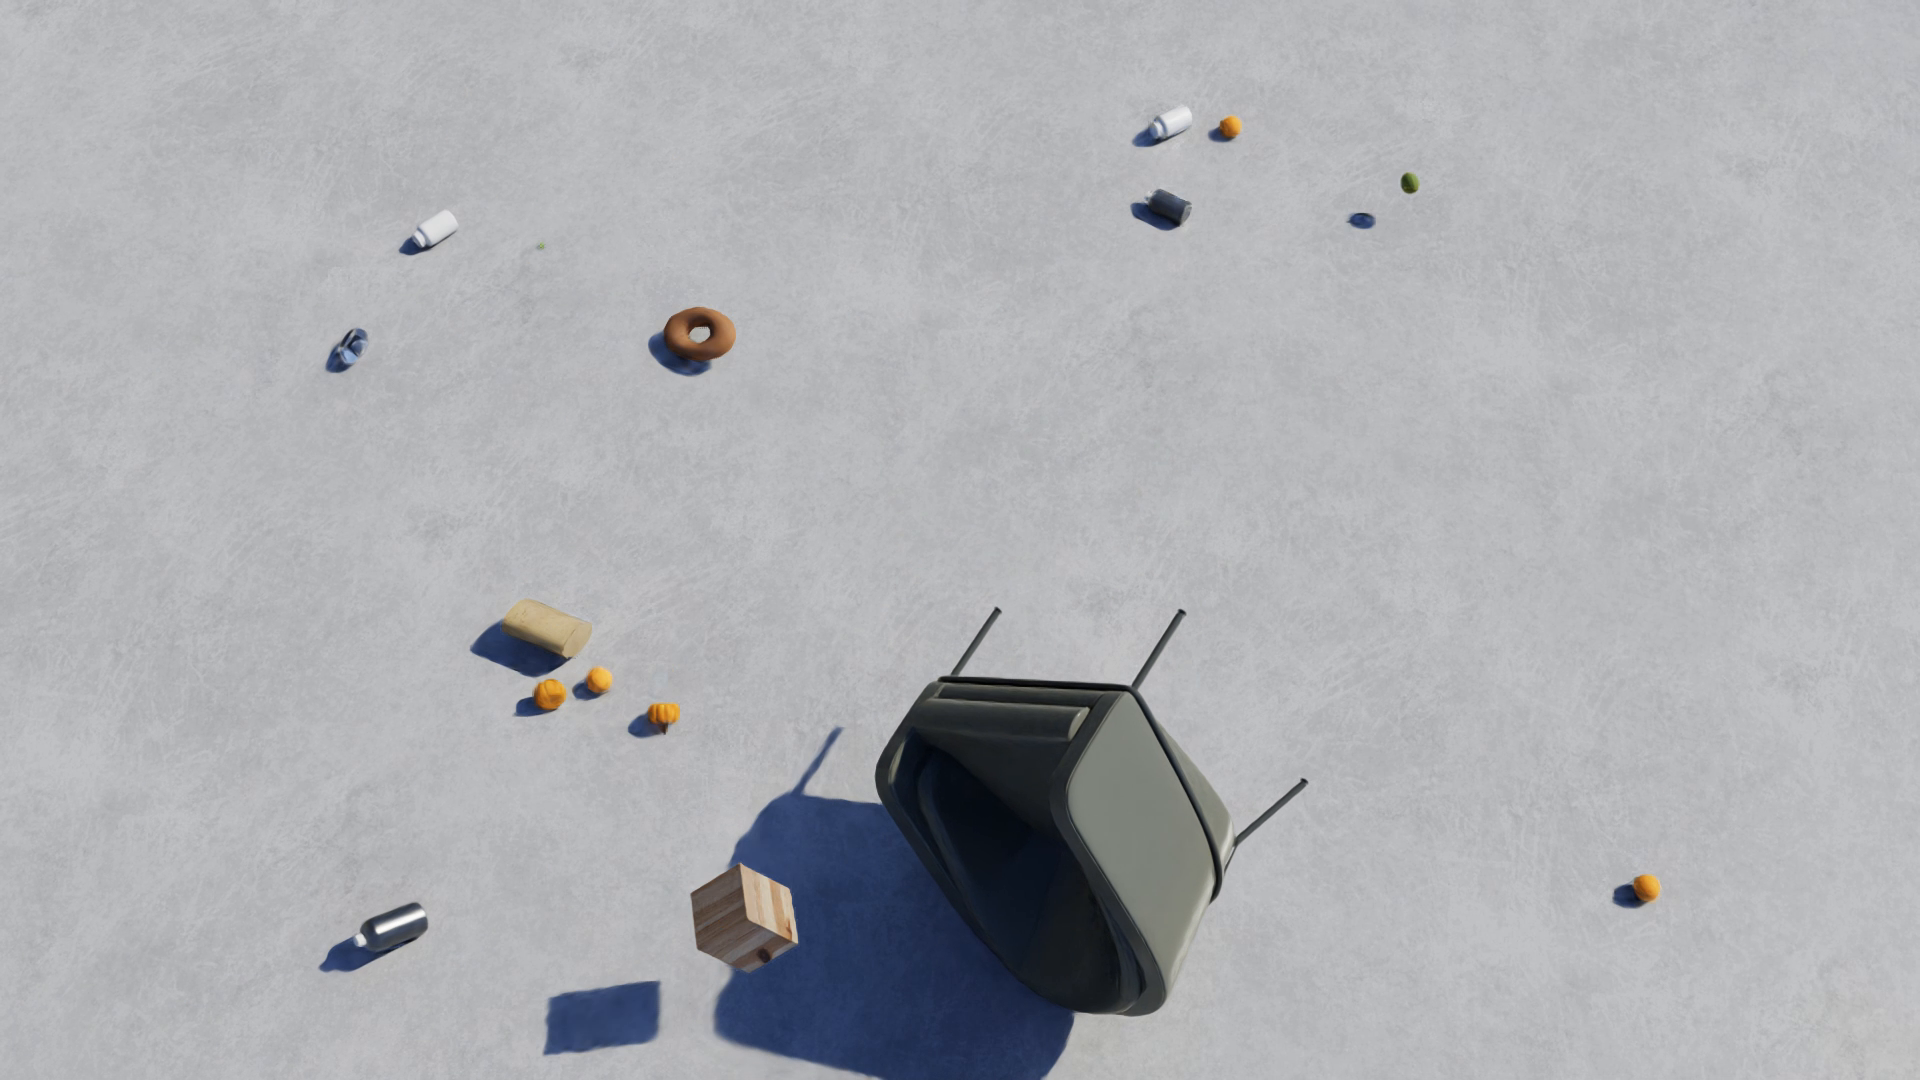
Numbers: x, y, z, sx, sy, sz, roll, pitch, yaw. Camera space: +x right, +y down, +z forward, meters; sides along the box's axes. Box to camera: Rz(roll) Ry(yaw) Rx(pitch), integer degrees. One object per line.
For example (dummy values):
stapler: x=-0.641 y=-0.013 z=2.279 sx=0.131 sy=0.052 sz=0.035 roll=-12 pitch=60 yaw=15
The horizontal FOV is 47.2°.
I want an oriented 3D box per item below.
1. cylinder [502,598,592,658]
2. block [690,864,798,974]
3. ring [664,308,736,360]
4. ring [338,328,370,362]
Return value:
cylinder: x=-1.187 y=0.252 z=6.328 sx=0.201 sy=0.098 sz=0.170 roll=21 pitch=23 yaw=14
block: x=-0.534 y=0.937 z=5.443 sx=0.165 sy=0.190 sz=0.161 roll=-33 pitch=46 yaw=21
ring: x=-0.819 y=-0.648 z=6.917 sx=0.259 sy=0.065 sz=0.172 roll=9 pitch=80 yaw=25
ring: x=-1.911 y=-0.616 z=6.937 sx=0.090 sy=0.057 sz=0.138 roll=-22 pitch=38 yaw=29
